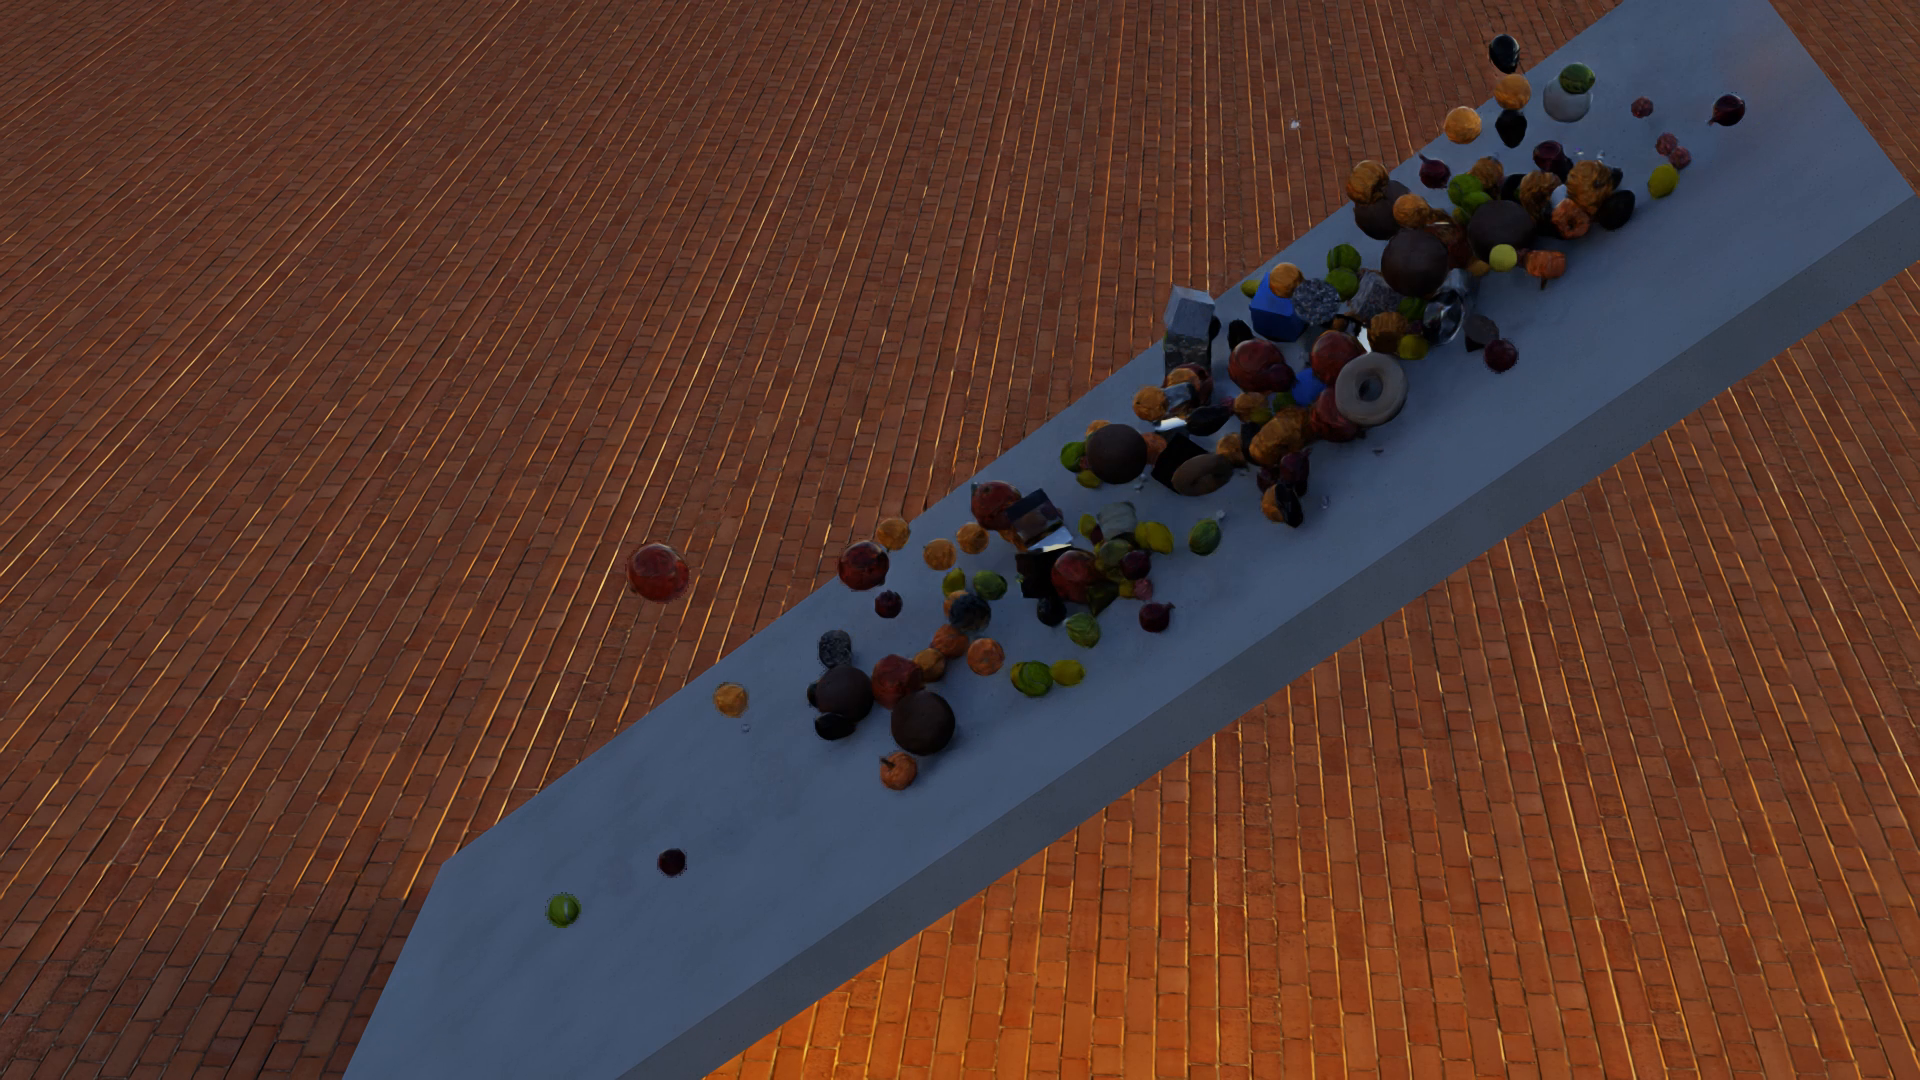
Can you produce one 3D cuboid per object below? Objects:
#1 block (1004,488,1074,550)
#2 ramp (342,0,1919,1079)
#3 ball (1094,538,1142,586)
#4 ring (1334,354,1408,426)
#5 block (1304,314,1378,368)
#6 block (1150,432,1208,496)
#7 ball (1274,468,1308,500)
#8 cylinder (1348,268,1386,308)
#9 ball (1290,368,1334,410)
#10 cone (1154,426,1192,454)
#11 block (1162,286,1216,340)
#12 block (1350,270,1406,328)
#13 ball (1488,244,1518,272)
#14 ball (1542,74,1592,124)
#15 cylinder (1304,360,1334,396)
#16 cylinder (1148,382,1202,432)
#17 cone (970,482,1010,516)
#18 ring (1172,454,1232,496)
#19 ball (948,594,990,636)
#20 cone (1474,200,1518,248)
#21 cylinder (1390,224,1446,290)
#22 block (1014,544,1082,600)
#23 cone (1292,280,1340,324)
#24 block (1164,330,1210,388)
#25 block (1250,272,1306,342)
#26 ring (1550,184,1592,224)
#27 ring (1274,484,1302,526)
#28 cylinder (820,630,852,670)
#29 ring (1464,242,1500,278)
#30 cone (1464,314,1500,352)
[{"bbox_3d":[0.165,-0.032,6.165,0.093,0.093,0.093,-32,58,1],"label":"block"},{"bbox_3d":[0.121,0.185,6.340,4.000,0.100,2.000,-36,16,18],"label":"ramp"},{"bbox_3d":[0.317,0.044,5.900,0.094,0.094,0.094,0,24,0],"label":"ball"},{"bbox_3d":[0.775,-0.283,5.547,0.144,0.144,0.048,15,-6,30],"label":"ring"},{"bbox_3d":[0.767,-0.401,5.920,0.090,0.090,0.090,20,1,-41],"label":"block"},{"bbox_3d":[0.455,-0.158,6.101,0.076,0.076,0.076,33,59,8],"label":"block"},{"bbox_3d":[0.633,-0.105,5.619,0.062,0.062,0.062,0,24,0],"label":"ball"},{"bbox_3d":[0.846,-0.520,6.115,0.071,0.071,0.071,5,18,-2],"label":"cylinder"},{"bbox_3d":[0.697,-0.299,5.829,0.083,0.083,0.083,0,24,0],"label":"ball"},{"bbox_3d":[0.443,-0.246,6.400,0.088,0.088,0.088,-37,16,13],"label":"cone"},{"bbox_3d":[0.506,-0.504,6.504,0.083,0.083,0.083,12,22,-13],"label":"block"},{"bbox_3d":[0.859,-0.495,6.042,0.077,0.077,0.077,20,22,-14],"label":"block"},{"bbox_3d":[1.036,-0.538,5.614,0.055,0.055,0.055,0,24,0],"label":"ball"},{"bbox_3d":[1.208,-0.879,5.853,0.098,0.098,0.098,0,24,0],"label":"ball"},{"bbox_3d":[0.727,-0.324,5.945,0.062,0.062,0.062,2,-18,1],"label":"cylinder"},{"bbox_3d":[0.447,-0.278,6.128,0.088,0.088,0.088,-15,26,-10],"label":"cylinder"},{"bbox_3d":[0.078,-0.104,6.957,0.082,0.082,0.082,-10,21,16],"label":"cone"},{"bbox_3d":[0.479,-0.129,5.801,0.125,0.125,0.042,-8,63,-18],"label":"ring"},{"bbox_3d":[0.021,0.158,6.234,0.090,0.090,0.090,0,24,0],"label":"ball"},{"bbox_3d":[1.070,-0.653,5.963,0.089,0.089,0.089,-23,73,-42],"label":"cone"},{"bbox_3d":[0.940,-0.580,6.030,0.100,0.100,0.100,-9,-20,-3],"label":"cylinder"},{"bbox_3d":[0.183,0.066,6.091,0.093,0.093,0.093,-13,6,-21],"label":"block"},{"bbox_3d":[0.708,-0.458,5.884,0.097,0.097,0.097,1,-19,1],"label":"cone"},{"bbox_3d":[0.509,-0.406,6.574,0.096,0.096,0.096,1,31,8],"label":"block"},{"bbox_3d":[0.670,-0.485,6.143,0.092,0.092,0.092,17,64,23],"label":"block"},{"bbox_3d":[1.193,-0.655,5.740,0.089,0.030,0.089,10,58,-17],"label":"ring"},{"bbox_3d":[0.610,-0.064,5.459,0.029,0.086,0.086,-24,26,-2],"label":"ring"},{"bbox_3d":[-0.285,0.251,6.757,0.074,0.074,0.074,-1,14,-2],"label":"cylinder"},{"bbox_3d":[1.054,-0.562,5.917,0.096,0.032,0.096,-42,10,9],"label":"ring"},{"bbox_3d":[0.979,-0.378,5.600,0.072,0.072,0.072,8,55,-12],"label":"cone"}]
